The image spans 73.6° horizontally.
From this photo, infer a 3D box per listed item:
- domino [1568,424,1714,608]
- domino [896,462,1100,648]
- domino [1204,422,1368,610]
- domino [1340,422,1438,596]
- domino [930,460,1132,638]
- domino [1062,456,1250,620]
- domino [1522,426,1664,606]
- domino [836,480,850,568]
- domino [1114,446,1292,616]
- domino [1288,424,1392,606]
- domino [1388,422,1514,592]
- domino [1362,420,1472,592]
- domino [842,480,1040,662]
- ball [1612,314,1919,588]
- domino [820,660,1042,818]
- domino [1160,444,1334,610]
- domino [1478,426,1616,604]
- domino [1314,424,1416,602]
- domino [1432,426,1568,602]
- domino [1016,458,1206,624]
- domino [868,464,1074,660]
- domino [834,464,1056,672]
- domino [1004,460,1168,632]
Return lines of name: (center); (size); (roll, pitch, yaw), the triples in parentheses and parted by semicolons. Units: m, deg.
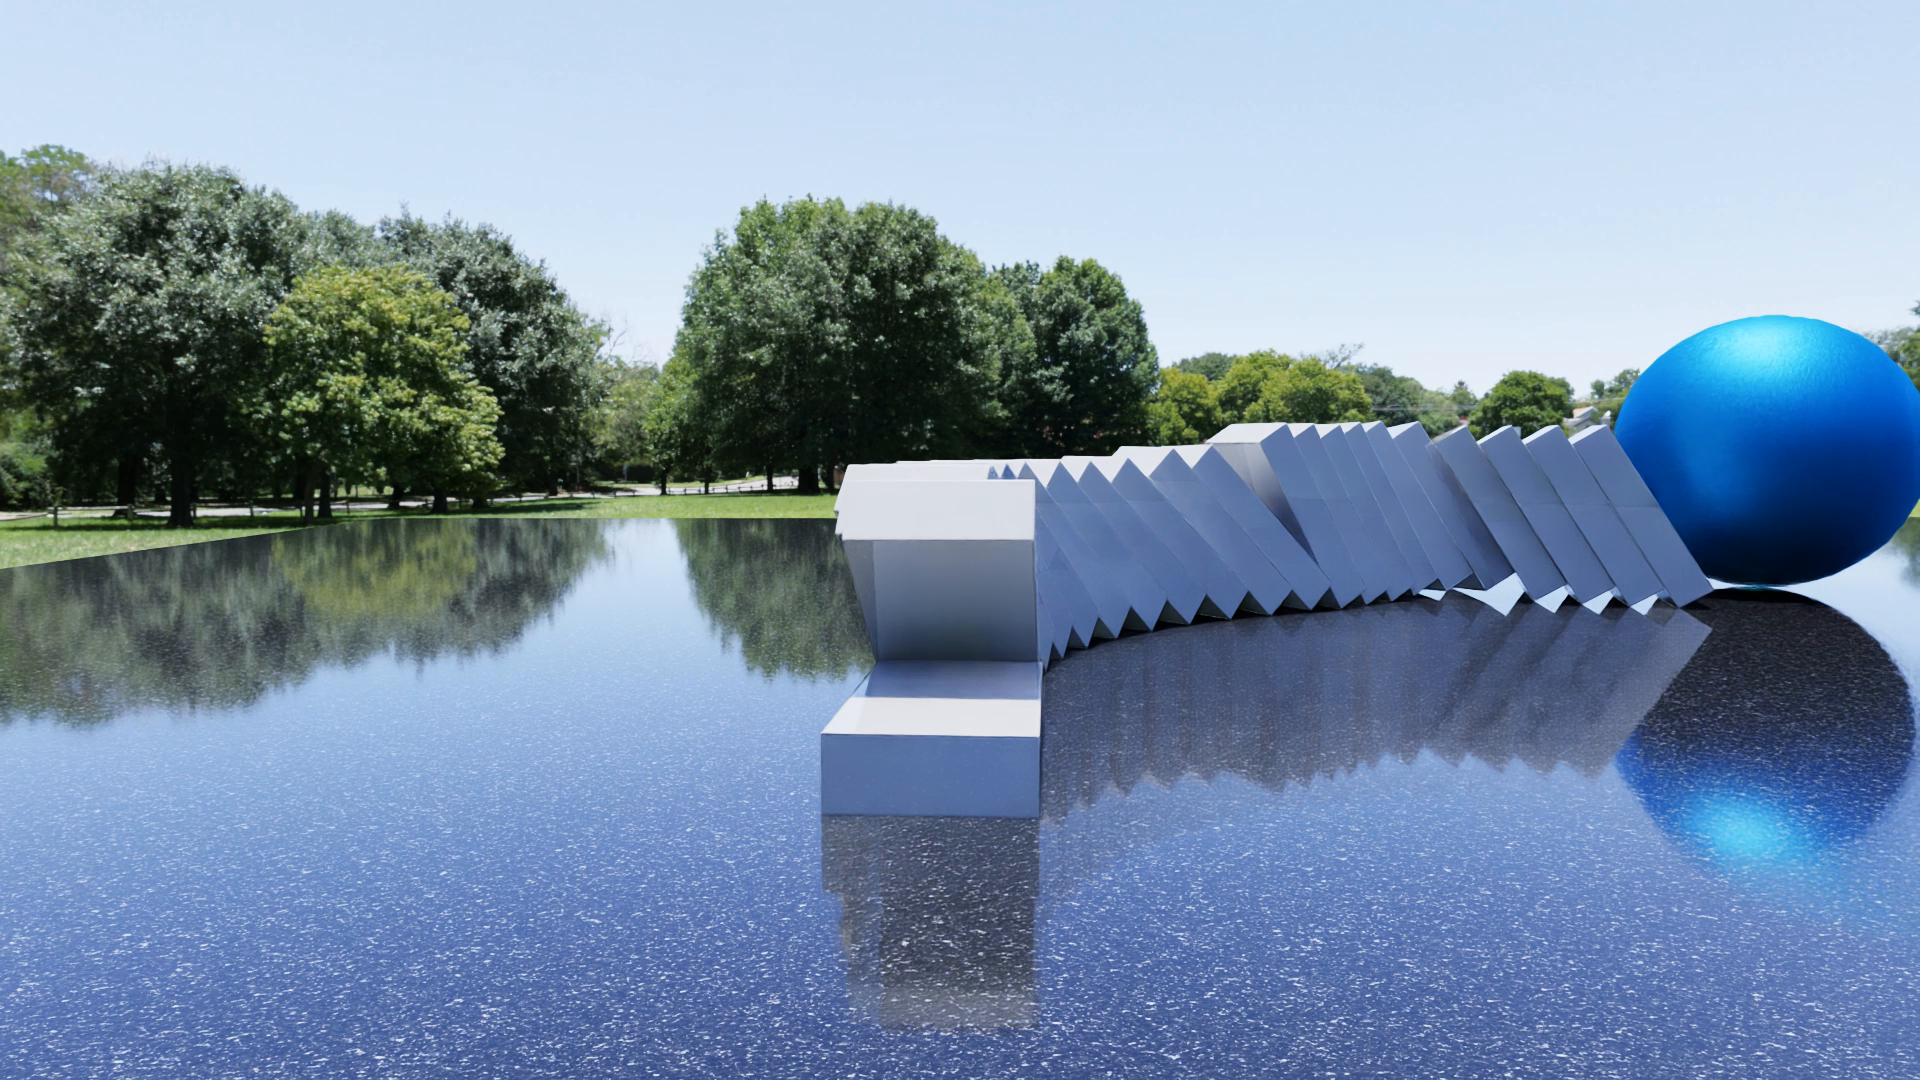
domino: (0.181, -0.007, 0.344); (0.010, 0.050, 0.025); (-32, -6, 17)
domino: (0.007, 0.004, 0.259); (0.025, 0.009, 0.050); (3, -34, 33)
domino: (0.085, -0.007, 0.337); (0.009, 0.050, 0.025); (-34, 15, -16)
domino: (0.112, -0.009, 0.360); (0.009, 0.050, 0.025); (-34, 13, -15)
domino: (0.014, 0.002, 0.274); (0.025, 0.010, 0.050); (4, -34, 41)
domino: (0.045, -0.001, 0.312); (0.050, 0.009, 0.025); (43, -18, -26)
domino: (0.170, -0.007, 0.348); (0.009, 0.050, 0.025); (-32, -6, 17)
domino: (-0.002, 0.008, 0.208); (0.025, 0.009, 0.050); (1, -32, 10)
domino: (0.059, -0.002, 0.323); (0.050, 0.010, 0.025); (46, -13, -19)
domino: (0.094, -0.007, 0.345); (0.009, 0.050, 0.025); (-34, 15, -15)
domino: (0.136, -0.009, 0.368); (0.009, 0.050, 0.025); (-33, 1, -1)
domino: (0.123, -0.009, 0.366); (0.010, 0.050, 0.025); (-33, 5, -7)
domino: (-0.001, 0.009, 0.190); (0.025, 0.009, 0.050); (0, -32, 5)
ball: (0.237, -0.026, 0.379); (0.080, 0.080, 0.080); (0, 4, 0)
domino: (-0.002, 0.025, 0.171); (0.025, 0.009, 0.050); (0, 4, 4)
domino: (0.071, -0.003, 0.329); (0.050, 0.009, 0.025); (45, -12, -17)
domino: (0.160, -0.008, 0.353); (0.009, 0.050, 0.025); (-32, -6, 17)
domino: (0.103, -0.008, 0.352); (0.009, 0.050, 0.025); (-34, 15, -15)
domino: (0.150, -0.008, 0.360); (0.009, 0.050, 0.025); (-32, -6, 17)
domino: (0.034, 0.001, 0.300); (0.025, 0.009, 0.050); (5, -32, 52)
domino: (0.002, 0.005, 0.243); (0.025, 0.009, 0.050); (2, -34, 26)
domino: (-0.001, 0.006, 0.227); (0.025, 0.009, 0.050); (2, -35, 20)
domino: (0.023, 0.002, 0.287); (0.025, 0.009, 0.050); (4, -33, 44)
